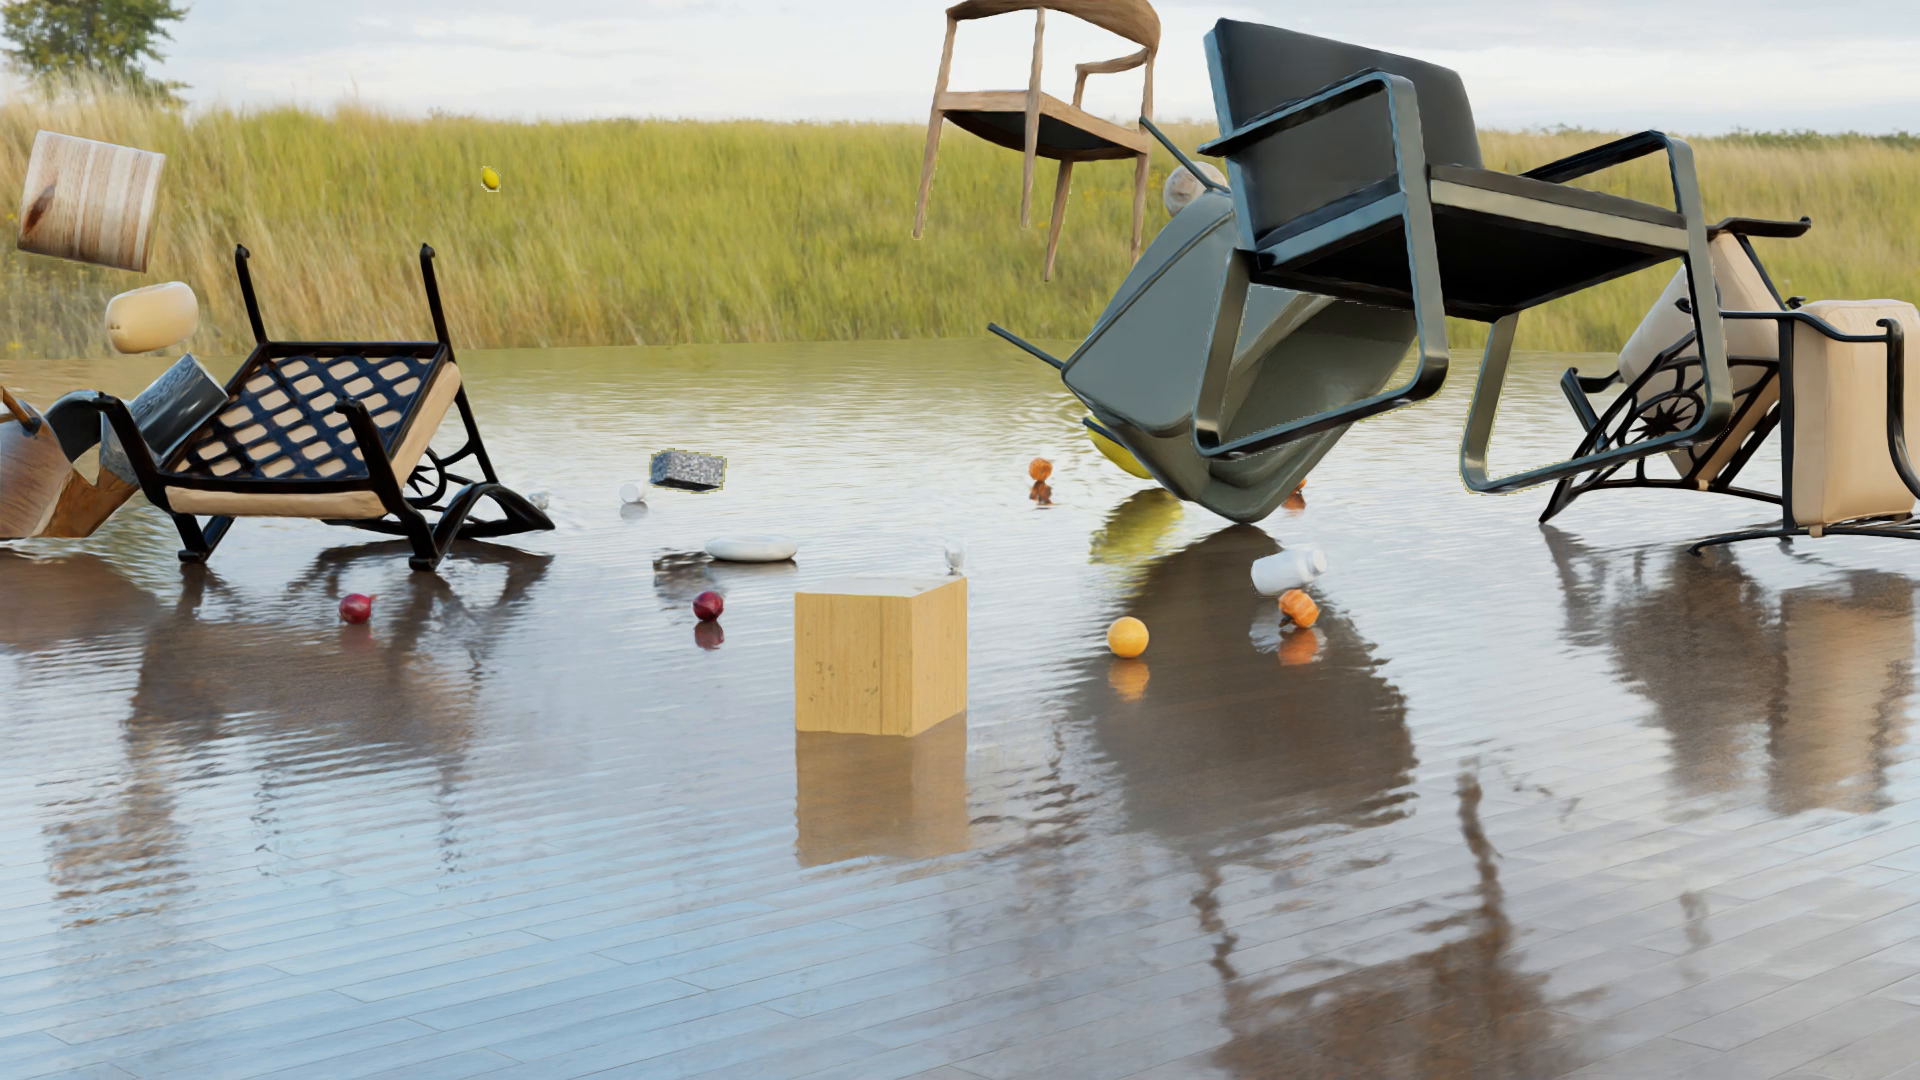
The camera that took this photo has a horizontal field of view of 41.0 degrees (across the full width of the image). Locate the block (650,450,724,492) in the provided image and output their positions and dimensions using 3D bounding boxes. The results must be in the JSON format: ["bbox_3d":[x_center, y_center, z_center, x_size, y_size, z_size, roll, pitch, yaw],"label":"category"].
[{"bbox_3d":[-0.725,-0.182,6.801,0.147,0.074,0.196,9,-6,-20],"label":"block"}]

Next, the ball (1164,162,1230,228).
[{"bbox_3d":[0.617,-0.901,6.695,0.172,0.172,0.172,0,6,0],"label":"ball"}]

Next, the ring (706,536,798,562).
[{"bbox_3d":[-0.488,0.020,6.002,0.211,0.046,0.230,-4,8,-39],"label":"ring"}]

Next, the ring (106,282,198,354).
[{"bbox_3d":[-2.071,-0.572,6.585,0.150,0.147,0.435,-4,12,9],"label":"ring"}]

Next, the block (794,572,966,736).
[{"bbox_3d":[-0.115,0.166,3.813,0.179,0.202,0.258,2,6,18],"label":"block"}]

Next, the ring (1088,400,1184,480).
[{"bbox_3d":[0.554,-0.313,8.040,0.159,0.194,0.465,-33,-32,21],"label":"ring"}]

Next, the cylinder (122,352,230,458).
[{"bbox_3d":[-1.775,-0.307,5.807,0.197,0.110,0.228,-43,39,-7],"label":"cylinder"}]

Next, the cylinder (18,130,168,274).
[{"bbox_3d":[-2.211,-0.862,6.546,0.312,0.314,0.273,10,-14,-15],"label":"cylinder"}]
